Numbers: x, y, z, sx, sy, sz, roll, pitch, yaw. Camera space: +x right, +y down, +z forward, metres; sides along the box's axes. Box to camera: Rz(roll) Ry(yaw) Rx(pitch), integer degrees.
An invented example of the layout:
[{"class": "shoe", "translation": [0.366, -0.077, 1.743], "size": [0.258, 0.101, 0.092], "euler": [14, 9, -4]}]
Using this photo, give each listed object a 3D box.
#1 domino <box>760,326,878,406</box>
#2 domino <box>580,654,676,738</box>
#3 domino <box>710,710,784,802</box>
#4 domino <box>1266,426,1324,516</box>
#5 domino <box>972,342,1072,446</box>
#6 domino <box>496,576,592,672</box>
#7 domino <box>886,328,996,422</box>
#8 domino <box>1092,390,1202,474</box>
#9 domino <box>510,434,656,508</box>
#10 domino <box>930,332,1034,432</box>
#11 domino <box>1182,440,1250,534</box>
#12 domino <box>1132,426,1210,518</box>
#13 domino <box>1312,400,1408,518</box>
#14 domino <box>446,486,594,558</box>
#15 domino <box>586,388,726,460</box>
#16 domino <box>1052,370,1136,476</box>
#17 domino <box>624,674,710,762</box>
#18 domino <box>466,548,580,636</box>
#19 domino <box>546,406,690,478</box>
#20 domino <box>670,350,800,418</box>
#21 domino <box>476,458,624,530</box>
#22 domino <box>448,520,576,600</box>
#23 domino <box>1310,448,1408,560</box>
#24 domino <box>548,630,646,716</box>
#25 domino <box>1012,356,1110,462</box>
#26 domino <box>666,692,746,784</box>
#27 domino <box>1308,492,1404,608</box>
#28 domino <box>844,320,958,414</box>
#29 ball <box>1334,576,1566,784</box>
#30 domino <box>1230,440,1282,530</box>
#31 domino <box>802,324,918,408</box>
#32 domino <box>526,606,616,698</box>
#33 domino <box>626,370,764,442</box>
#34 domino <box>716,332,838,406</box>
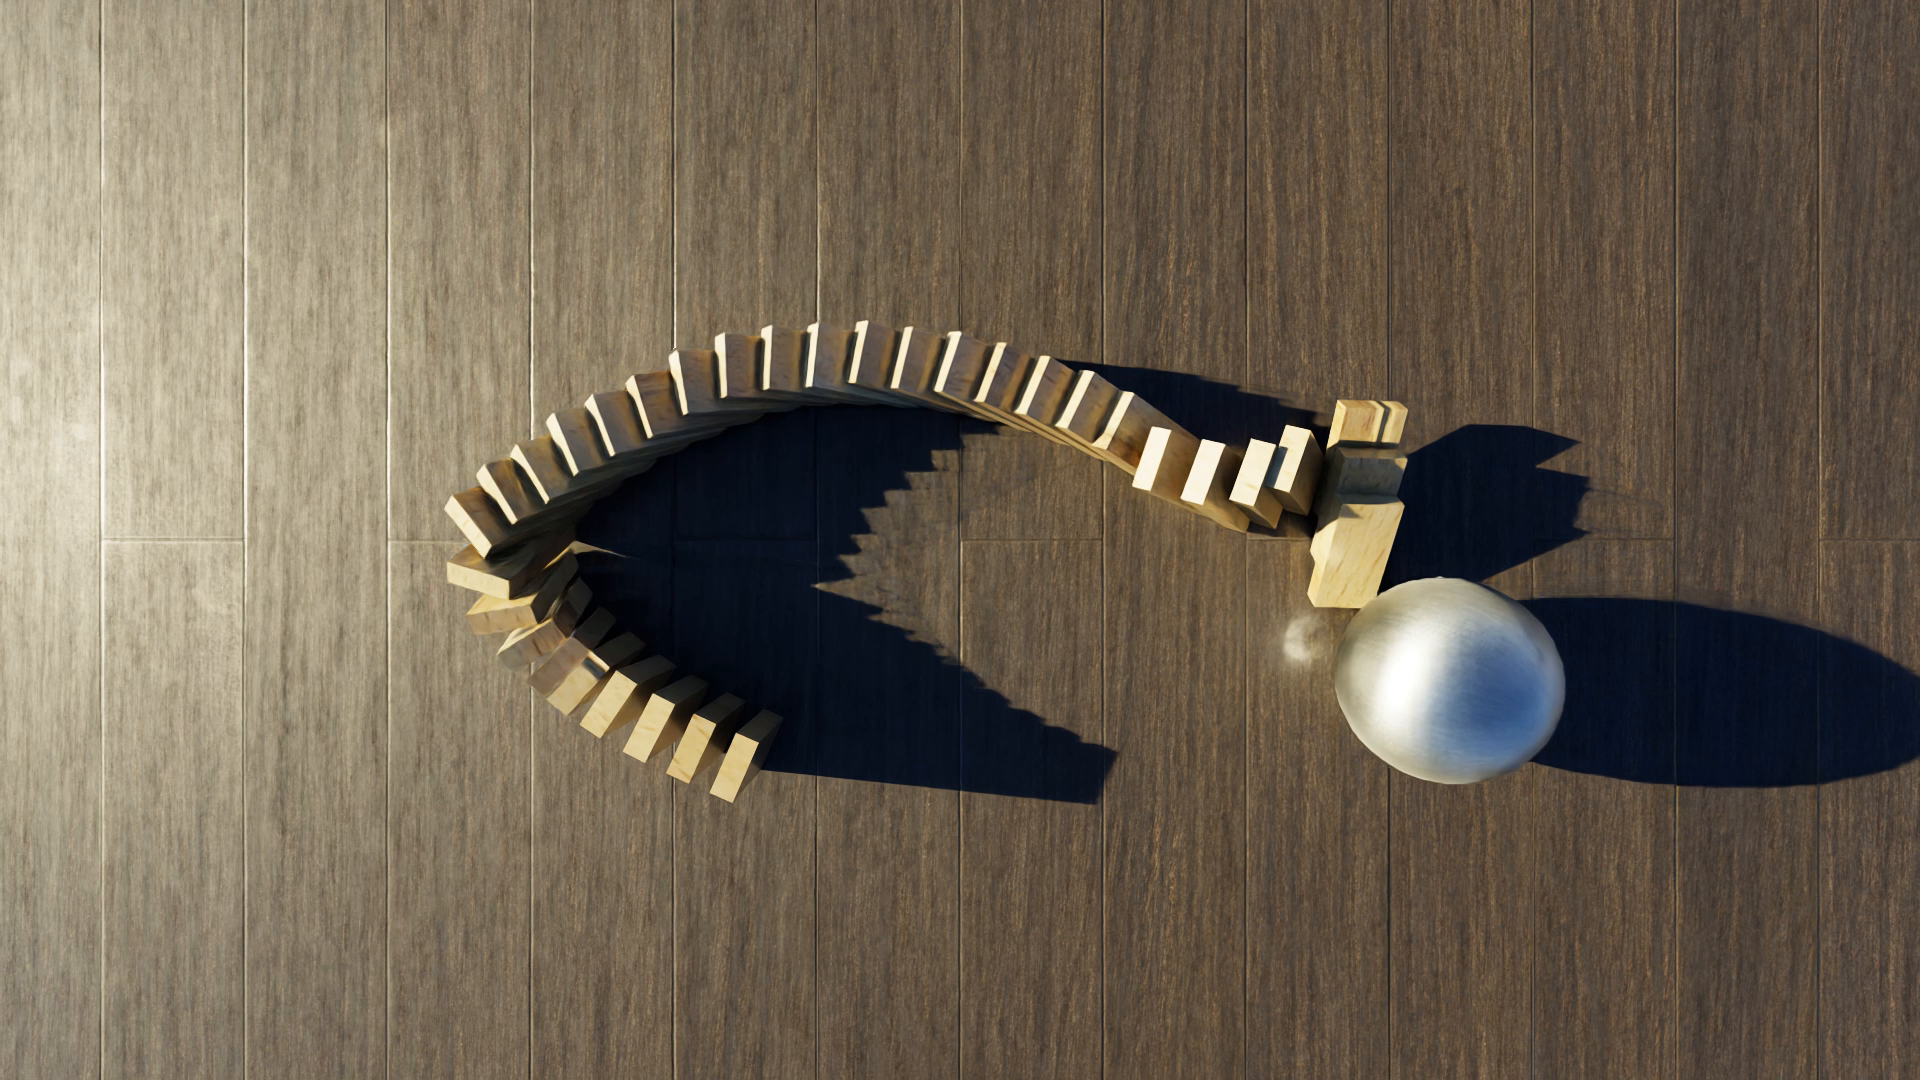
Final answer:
[{"class": "domino", "translation": [-0.058, -0.072, 0.382], "size": [0.050, 0.010, 0.025], "euler": [3, 90, -36]}, {"class": "domino", "translation": [-0.134, 0.063, 0.375], "size": [0.009, 0.050, 0.025], "euler": [34, 90, 0]}, {"class": "domino", "translation": [-0.086, 0.087, 0.375], "size": [0.010, 0.050, 0.025], "euler": [24, 90, 0]}, {"class": "domino", "translation": [0.138, -0.028, 0.376], "size": [0.009, 0.050, 0.025], "euler": [19, 90, 30]}, {"class": "domino", "translation": [0.031, -0.060, 0.382], "size": [0.050, 0.010, 0.025], "euler": [21, 90, -34]}, {"class": "domino", "translation": [-0.169, 0.034, 0.375], "size": [0.025, 0.050, 0.009], "euler": [-31, 110, 0]}, {"class": "domino", "translation": [-0.004, -0.068, 0.382], "size": [0.050, 0.009, 0.025], "euler": [14, 90, -34]}, {"class": "domino", "translation": [0.080, -0.039, 0.382], "size": [0.050, 0.009, 0.025], "euler": [27, 90, -33]}, {"class": "domino", "translation": [-0.155, -0.034, 0.379], "size": [0.010, 0.050, 0.025], "euler": [-31, 90, 45]}, {"class": "domino", "translation": [0.014, -0.065, 0.382], "size": [0.050, 0.010, 0.025], "euler": [19, 90, -34]}, {"class": "domino", "translation": [0.109, -0.021, 0.377], "size": [0.009, 0.050, 0.025], "euler": [20, 90, 38]}, {"class": "domino", "translation": [0.094, -0.027, 0.380], "size": [0.050, 0.010, 0.025], "euler": [17, 93, -41]}, {"class": "domino", "translation": [0.167, -0.033, 0.384], "size": [0.025, 0.010, 0.050], "euler": [2, 118, 0]}, {"class": "domino", "translation": [-0.180, -0.014, 0.377], "size": [0.010, 0.050, 0.025], "euler": [-39, 89, 36]}, {"class": "domino", "translation": [-0.125, -0.051, 0.380], "size": [0.050, 0.009, 0.025], "euler": [-21, 90, -40]}, {"class": "domino", "translation": [0.064, -0.048, 0.382], "size": [0.050, 0.010, 0.025], "euler": [26, 90, -33]}, {"class": "domino", "translation": [-0.119, 0.072, 0.375], "size": [0.010, 0.050, 0.025], "euler": [27, 90, 0]}, {"class": "domino", "translation": [-0.178, 0.020, 0.375], "size": [0.025, 0.050, 0.010], "euler": [-9, 116, 1]}, {"class": "domino", "translation": [-0.141, -0.044, 0.380], "size": [0.050, 0.010, 0.025], "euler": [-23, 90, -42]}, {"class": "domino", "translation": [-0.093, -0.066, 0.381], "size": [0.050, 0.009, 0.025], "euler": [-10, 90, -37]}, {"class": "domino", "translation": [-0.168, -0.025, 0.378], "size": [0.009, 0.050, 0.025], "euler": [-31, 90, 40]}, {"class": "domino", "translation": [-0.182, 0.004, 0.376], "size": [0.025, 0.050, 0.010], "euler": [17, 120, 1]}, {"class": "domino", "translation": [0.166, -0.014, 0.383], "size": [0.025, 0.009, 0.050], "euler": [2, 121, 0]}, {"class": "domino", "translation": [-0.147, 0.053, 0.375], "size": [0.009, 0.050, 0.025], "euler": [42, 90, -6]}, {"class": "domino", "translation": [0.048, -0.054, 0.382], "size": [0.050, 0.010, 0.025], "euler": [23, 90, -34]}, {"class": "domino", "translation": [-0.103, 0.080, 0.375], "size": [0.009, 0.050, 0.025], "euler": [25, 90, 0]}, {"class": "domino", "translation": [0.165, 0.005, 0.383], "size": [0.025, 0.009, 0.050], "euler": [2, 121, 0]}, {"class": "domino", "translation": [-0.021, -0.071, 0.382], "size": [0.050, 0.010, 0.025], "euler": [12, 90, -34]}, {"class": "ball", "translation": [0.190, 0.054, 0.360], "size": [0.080, 0.080, 0.080], "euler": [0, 90, 0]}, {"class": "domino", "translation": [0.125, -0.022, 0.376], "size": [0.009, 0.050, 0.025], "euler": [20, 90, 30]}, {"class": "domino", "translation": [-0.040, -0.072, 0.382], "size": [0.050, 0.010, 0.025], "euler": [6, 90, -35]}, {"class": "domino", "translation": [-0.158, 0.044, 0.375], "size": [0.025, 0.050, 0.009], "euler": [-45, 104, 0]}, {"class": "domino", "translation": [-0.109, -0.058, 0.381], "size": [0.050, 0.009, 0.025], "euler": [-18, 90, -38]}, {"class": "domino", "translation": [-0.076, -0.070, 0.381], "size": [0.050, 0.010, 0.025], "euler": [-2, 90, -37]}]
